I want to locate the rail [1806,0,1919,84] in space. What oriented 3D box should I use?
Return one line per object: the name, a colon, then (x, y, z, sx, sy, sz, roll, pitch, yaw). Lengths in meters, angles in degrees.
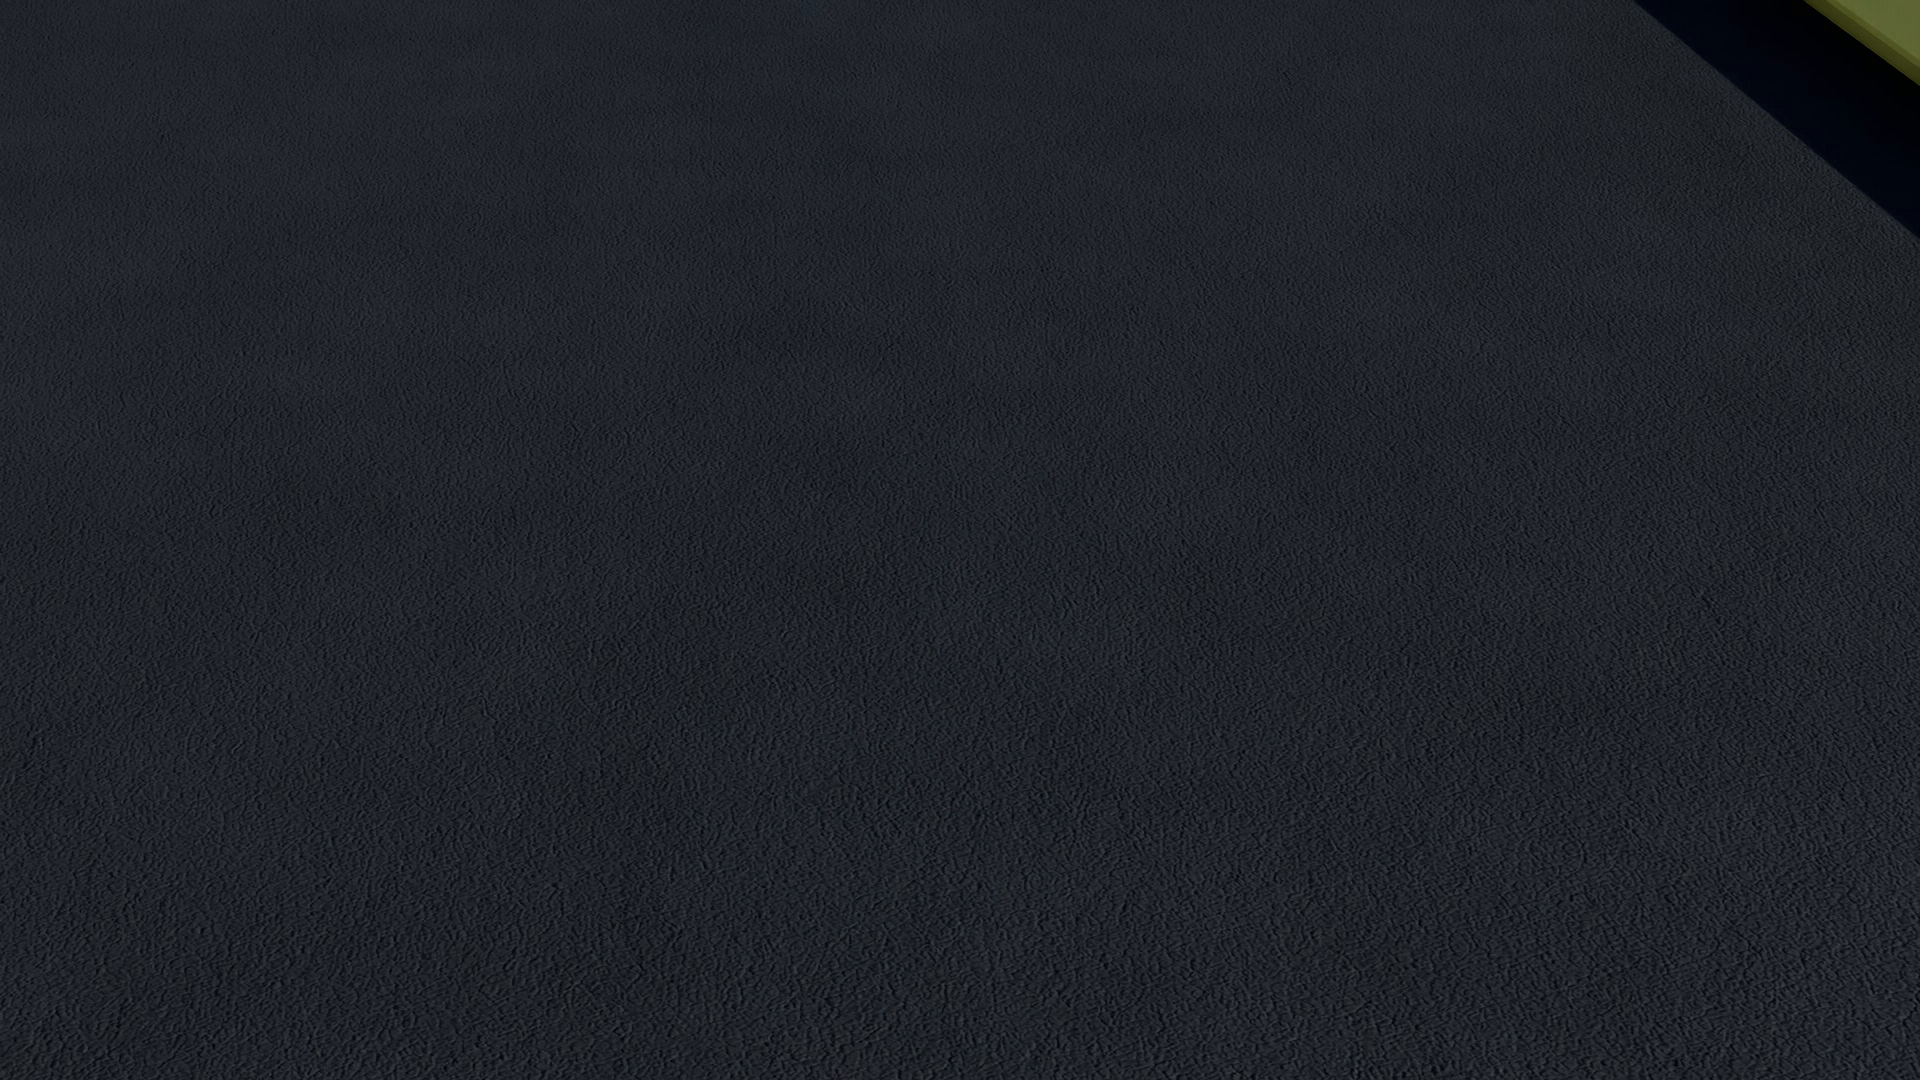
rail: (0.837, -0.480, 2.688, 0.045, 0.094, 3.373, -4, 28, -8)
